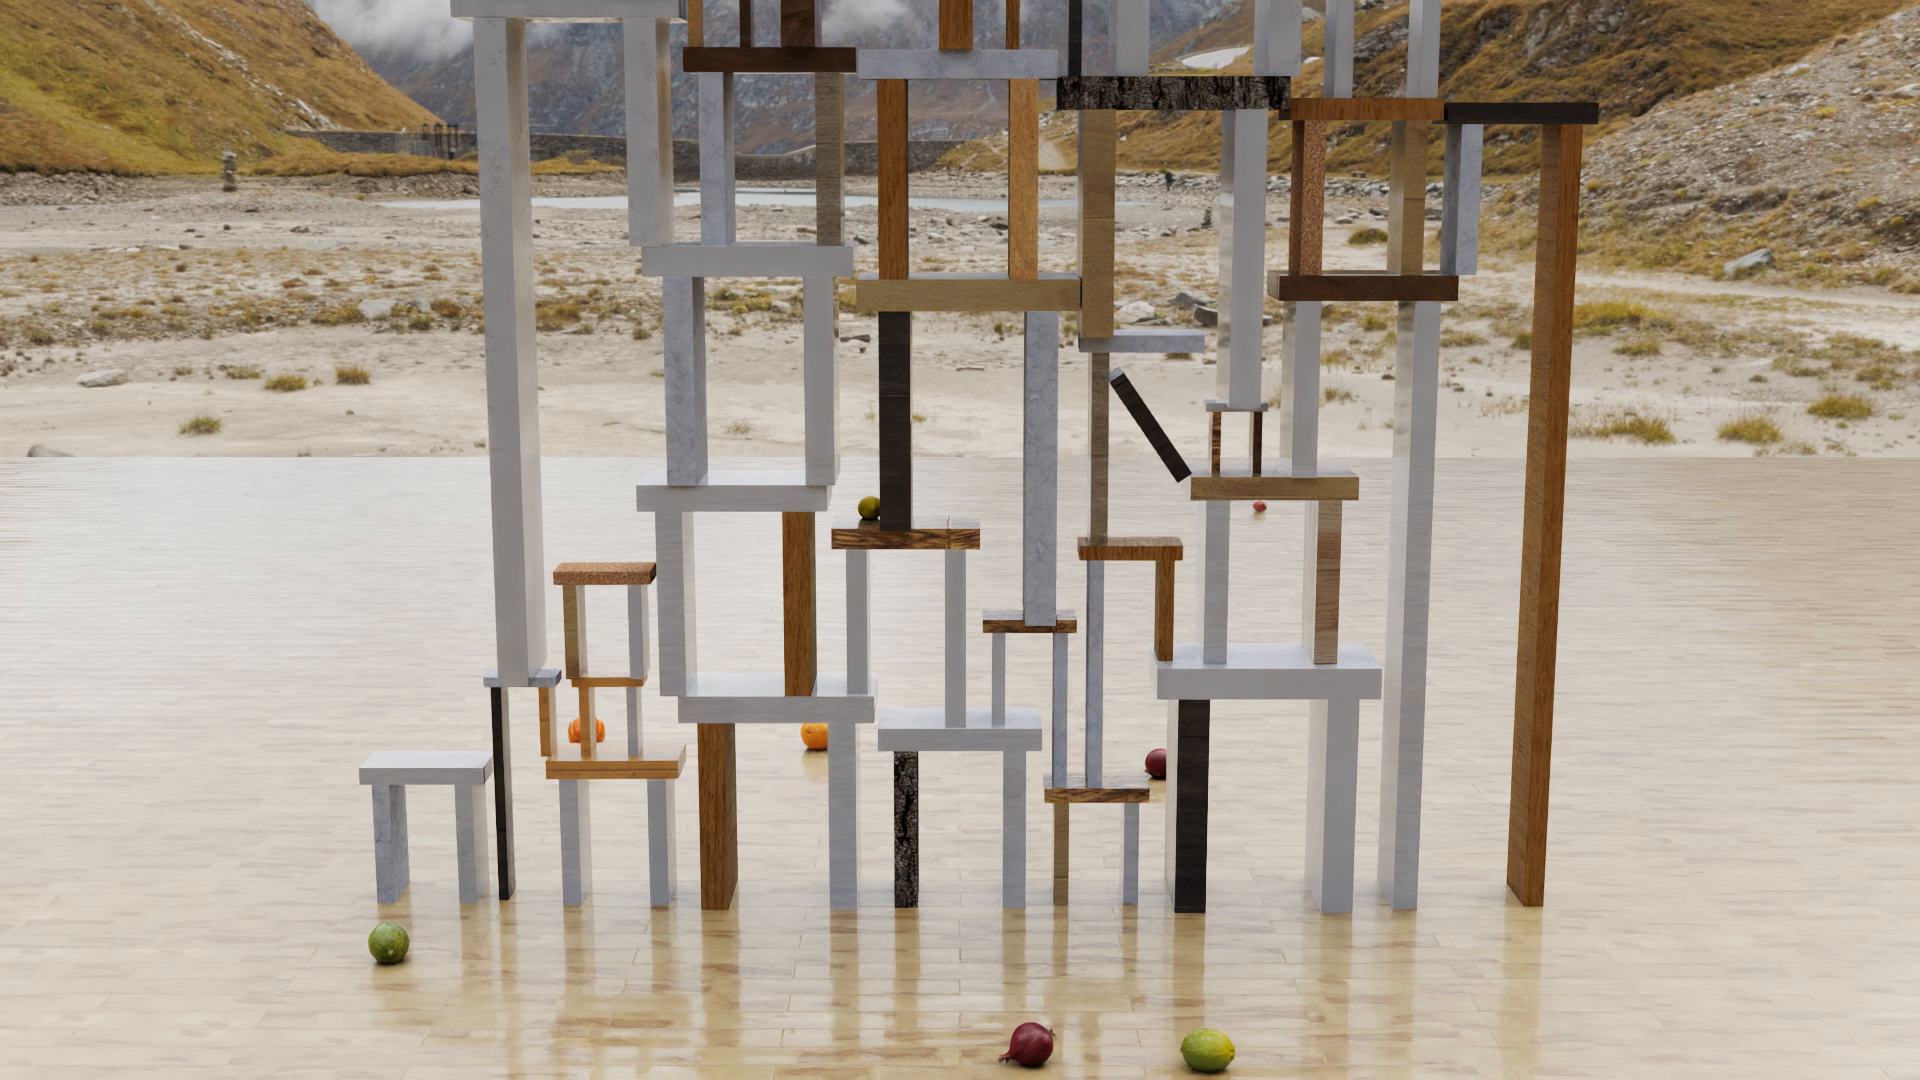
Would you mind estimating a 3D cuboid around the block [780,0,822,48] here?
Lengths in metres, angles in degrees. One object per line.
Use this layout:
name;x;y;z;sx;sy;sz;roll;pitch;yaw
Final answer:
block;-0.245;-0.941;3.384;0.051;0.360;0.180;0;11;0

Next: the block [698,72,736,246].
block;-0.380;-0.598;3.450;0.037;0.264;0.132;1;11;1

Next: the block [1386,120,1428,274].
block;0.704;-0.541;3.464;0.034;0.237;0.118;0;11;0

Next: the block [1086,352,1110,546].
block;0.222;-0.151;3.535;0.028;0.310;0.098;0;11;0

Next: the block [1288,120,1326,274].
block;0.547;-0.541;3.464;0.034;0.237;0.118;0;11;-1

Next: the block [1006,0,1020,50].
block;0.082;-0.828;3.405;0.020;0.140;0.070;0;11;0

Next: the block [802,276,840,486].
block;-0.220;-0.261;3.507;0.046;0.327;0.163;0;11;0

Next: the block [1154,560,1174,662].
block;0.332;0.107;3.578;0.023;0.166;0.083;0;11;0

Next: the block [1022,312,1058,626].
block;0.129;-0.125;3.539;0.049;0.500;0.173;0;11;0

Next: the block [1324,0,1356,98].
block;0.589;-0.786;3.414;0.028;0.198;0.099;0;11;0

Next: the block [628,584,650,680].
block;-0.523;0.142;3.583;0.022;0.156;0.078;0;11;0

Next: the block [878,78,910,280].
block;-0.104;-0.567;3.450;0.043;0.304;0.152;0;11;0

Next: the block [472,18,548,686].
block;-0.714;-0.294;3.501;0.049;1.040;0.172;0;11;-1

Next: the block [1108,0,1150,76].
block;0.262;-0.891;3.395;0.049;0.346;0.173;0;11;0

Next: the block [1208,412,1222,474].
block;0.409;-0.160;3.531;0.014;0.099;0.050;0;11;0

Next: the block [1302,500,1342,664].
block;0.587;0.057;3.572;0.038;0.266;0.133;0;11;0

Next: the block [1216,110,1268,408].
block;0.444;-0.446;3.471;0.049;0.457;0.174;0;11;0

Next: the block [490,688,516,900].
block;-0.755;0.412;3.634;0.017;0.363;0.059;0;11;0

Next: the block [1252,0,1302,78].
block;0.494;-0.891;3.396;0.049;0.347;0.173;1;11;0

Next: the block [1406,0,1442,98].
block;0.721;-0.787;3.415;0.028;0.198;0.099;0;11;0

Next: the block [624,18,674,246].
block;-0.485;-0.637;3.440;0.049;0.344;0.172;0;11;0

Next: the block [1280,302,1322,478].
block;0.542;-0.247;3.510;0.039;0.278;0.139;0;10;0

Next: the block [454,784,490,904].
block;-0.811;0.490;3.655;0.029;0.203;0.101;0;11;0

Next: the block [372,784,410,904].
block;-0.946;0.490;3.655;0.029;0.203;0.101;0;11;0

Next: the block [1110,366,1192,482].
block;0.302;-0.186;3.529;0.028;0.195;0.098;-34;9;6

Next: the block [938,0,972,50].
block;-0.006;-0.938;3.383;0.051;0.364;0.180;0;11;0

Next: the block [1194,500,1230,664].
block;0.409;0.057;3.572;0.038;0.266;0.133;0;11;0

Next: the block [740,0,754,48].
block;-0.330;-0.822;3.405;0.017;0.120;0.060;0;11;0

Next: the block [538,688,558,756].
block;-0.677;0.291;3.612;0.017;0.117;0.058;0;11;0

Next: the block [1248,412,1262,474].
block;0.474;-0.160;3.530;0.014;0.099;0.049;0;11;0

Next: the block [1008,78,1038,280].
block;0.099;-0.567;3.449;0.043;0.304;0.152;0;11;0

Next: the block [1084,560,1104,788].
block;0.220;0.211;3.597;0.023;0.378;0.083;0;11;0

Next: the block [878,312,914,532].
block;-0.102;-0.200;3.525;0.049;0.346;0.173;0;10;0

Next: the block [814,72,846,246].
block;-0.203;-0.598;3.450;0.037;0.264;0.132;0;11;0

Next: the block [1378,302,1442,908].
block;0.728;0.103;3.575;0.039;0.991;0.139;0;11;0

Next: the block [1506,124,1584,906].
block;0.941;-0.029;3.550;0.033;1.261;0.115;0;11;0

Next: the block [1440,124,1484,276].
block;0.787;-0.536;3.456;0.033;0.230;0.115;0;11;0

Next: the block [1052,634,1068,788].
block;0.164;0.270;3.606;0.022;0.259;0.076;0;11;0

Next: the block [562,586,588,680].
block;-0.627;0.142;3.583;0.022;0.156;0.078;0;11;0

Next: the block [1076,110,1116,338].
block;0.213;-0.500;3.461;0.049;0.347;0.174;0;11;0

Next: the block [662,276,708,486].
block;-0.437;-0.261;3.507;0.046;0.327;0.163;0;11;0

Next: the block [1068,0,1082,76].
block;0.178;-0.808;3.405;0.020;0.180;0.070;0;11;1

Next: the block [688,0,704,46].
block;-0.410;-0.822;3.405;0.017;0.120;0.060;0;11;0
